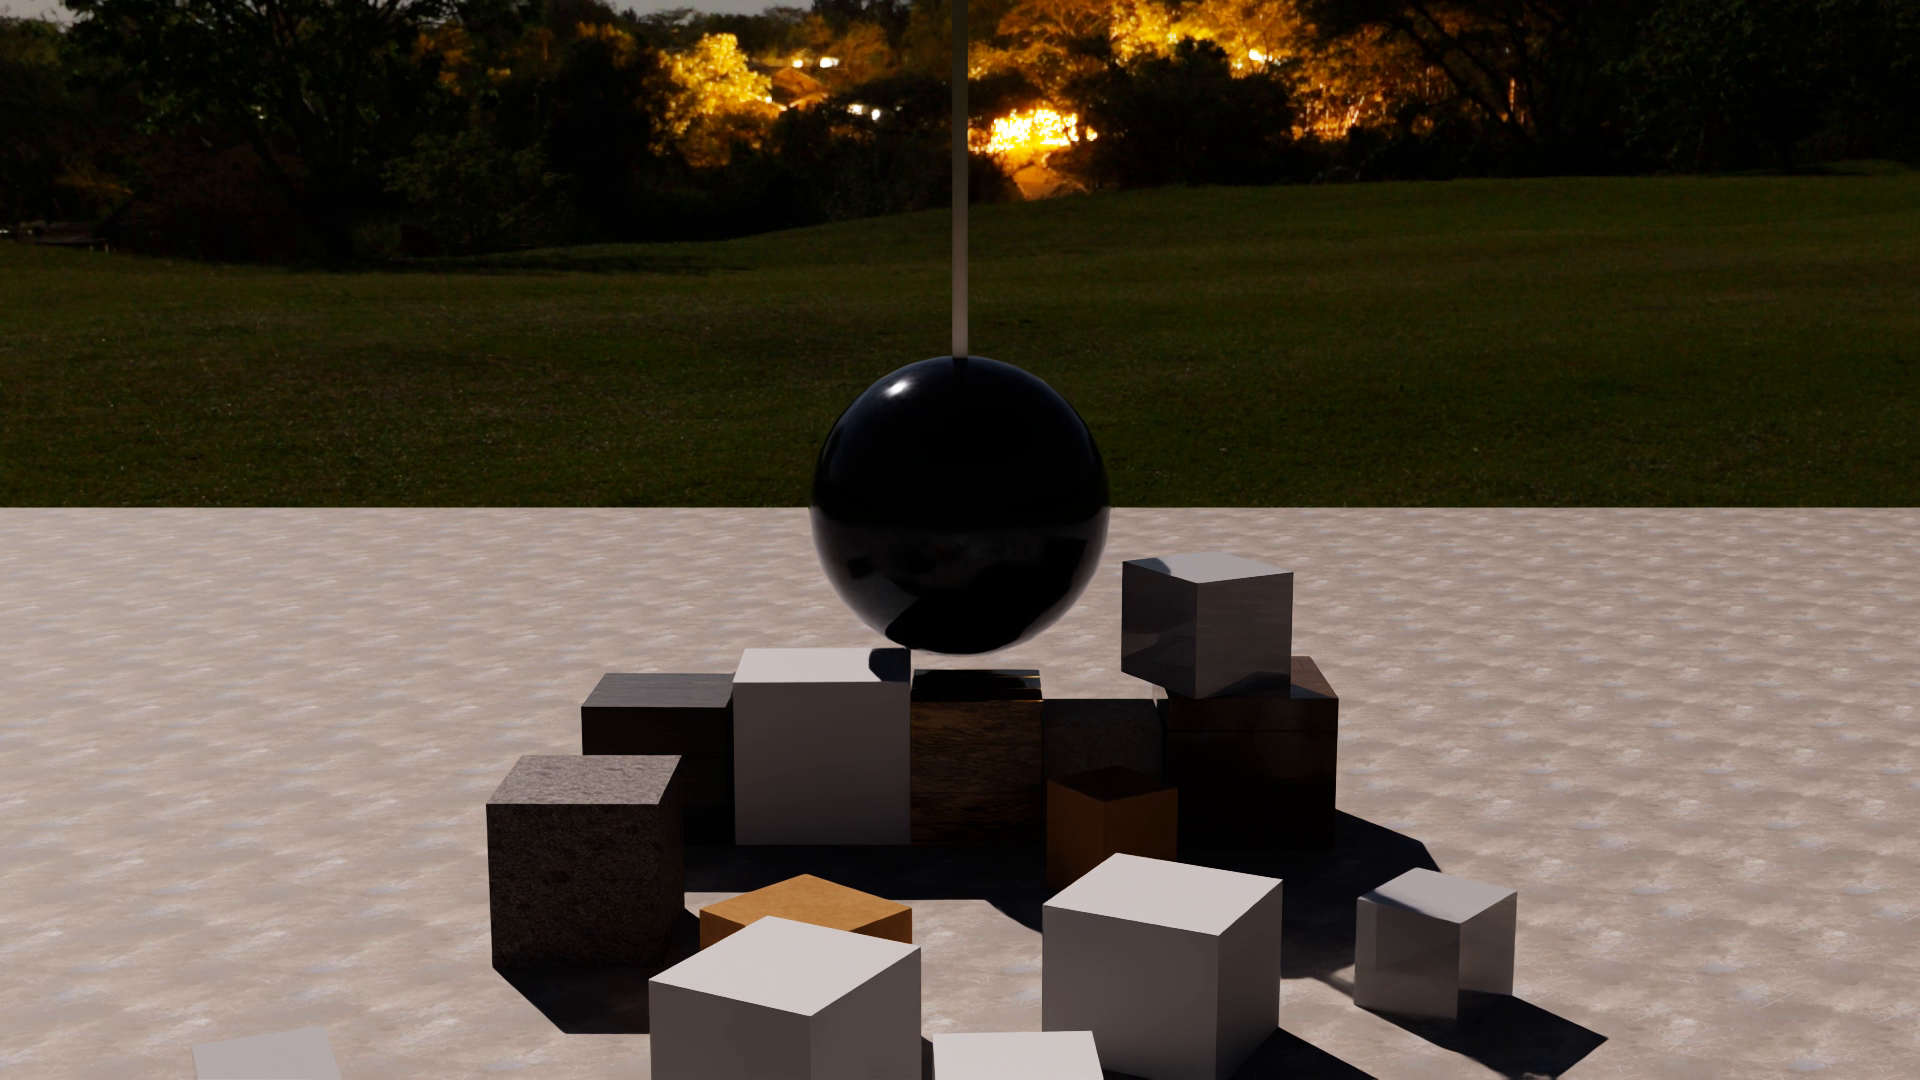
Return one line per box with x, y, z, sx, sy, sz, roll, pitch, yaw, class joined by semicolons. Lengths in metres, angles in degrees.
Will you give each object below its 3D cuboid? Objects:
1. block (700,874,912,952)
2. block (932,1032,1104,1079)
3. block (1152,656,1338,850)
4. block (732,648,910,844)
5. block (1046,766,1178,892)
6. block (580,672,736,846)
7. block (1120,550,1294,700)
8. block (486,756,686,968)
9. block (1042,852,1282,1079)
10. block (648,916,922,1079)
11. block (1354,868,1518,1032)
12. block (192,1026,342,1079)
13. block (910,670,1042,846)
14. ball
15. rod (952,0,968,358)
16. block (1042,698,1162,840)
-0.610;1.708;8.742;0.609;0.511;0.579;9;14;42;block
0.182;1.976;6.884;0.518;0.649;0.645;0;10;-2;block
1.452;1.088;11.388;0.843;0.785;0.906;0;10;0;block
-0.697;1.054;11.410;0.882;0.835;0.783;0;10;-1;block
0.714;1.402;10.368;0.429;0.531;0.450;-7;12;-32;block
-1.524;1.124;11.370;0.720;0.721;0.706;0;10;1;block
1.255;0.422;11.225;0.589;0.584;0.663;-6;12;-29;block
-1.642;1.412;9.754;0.731;0.732;0.748;0;10;0;block
0.798;1.675;8.626;0.718;0.617;0.702;5;12;27;block
-0.607;1.808;7.802;0.664;0.650;0.732;6;12;28;block
1.959;1.678;9.057;0.463;0.458;0.506;8;13;39;block
-2.356;1.982;7.500;0.441;0.417;0.523;-4;11;-23;block
0.085;1.112;11.360;0.660;0.747;0.684;0;10;0;block
0.000;-0.177;11.649;1.600;1.600;1.600;0;10;0;ball
0.000;-3.461;10.768;0.080;5.200;0.080;0;15;0;rod
0.720;1.181;11.412;0.601;0.593;0.571;0;10;0;block
